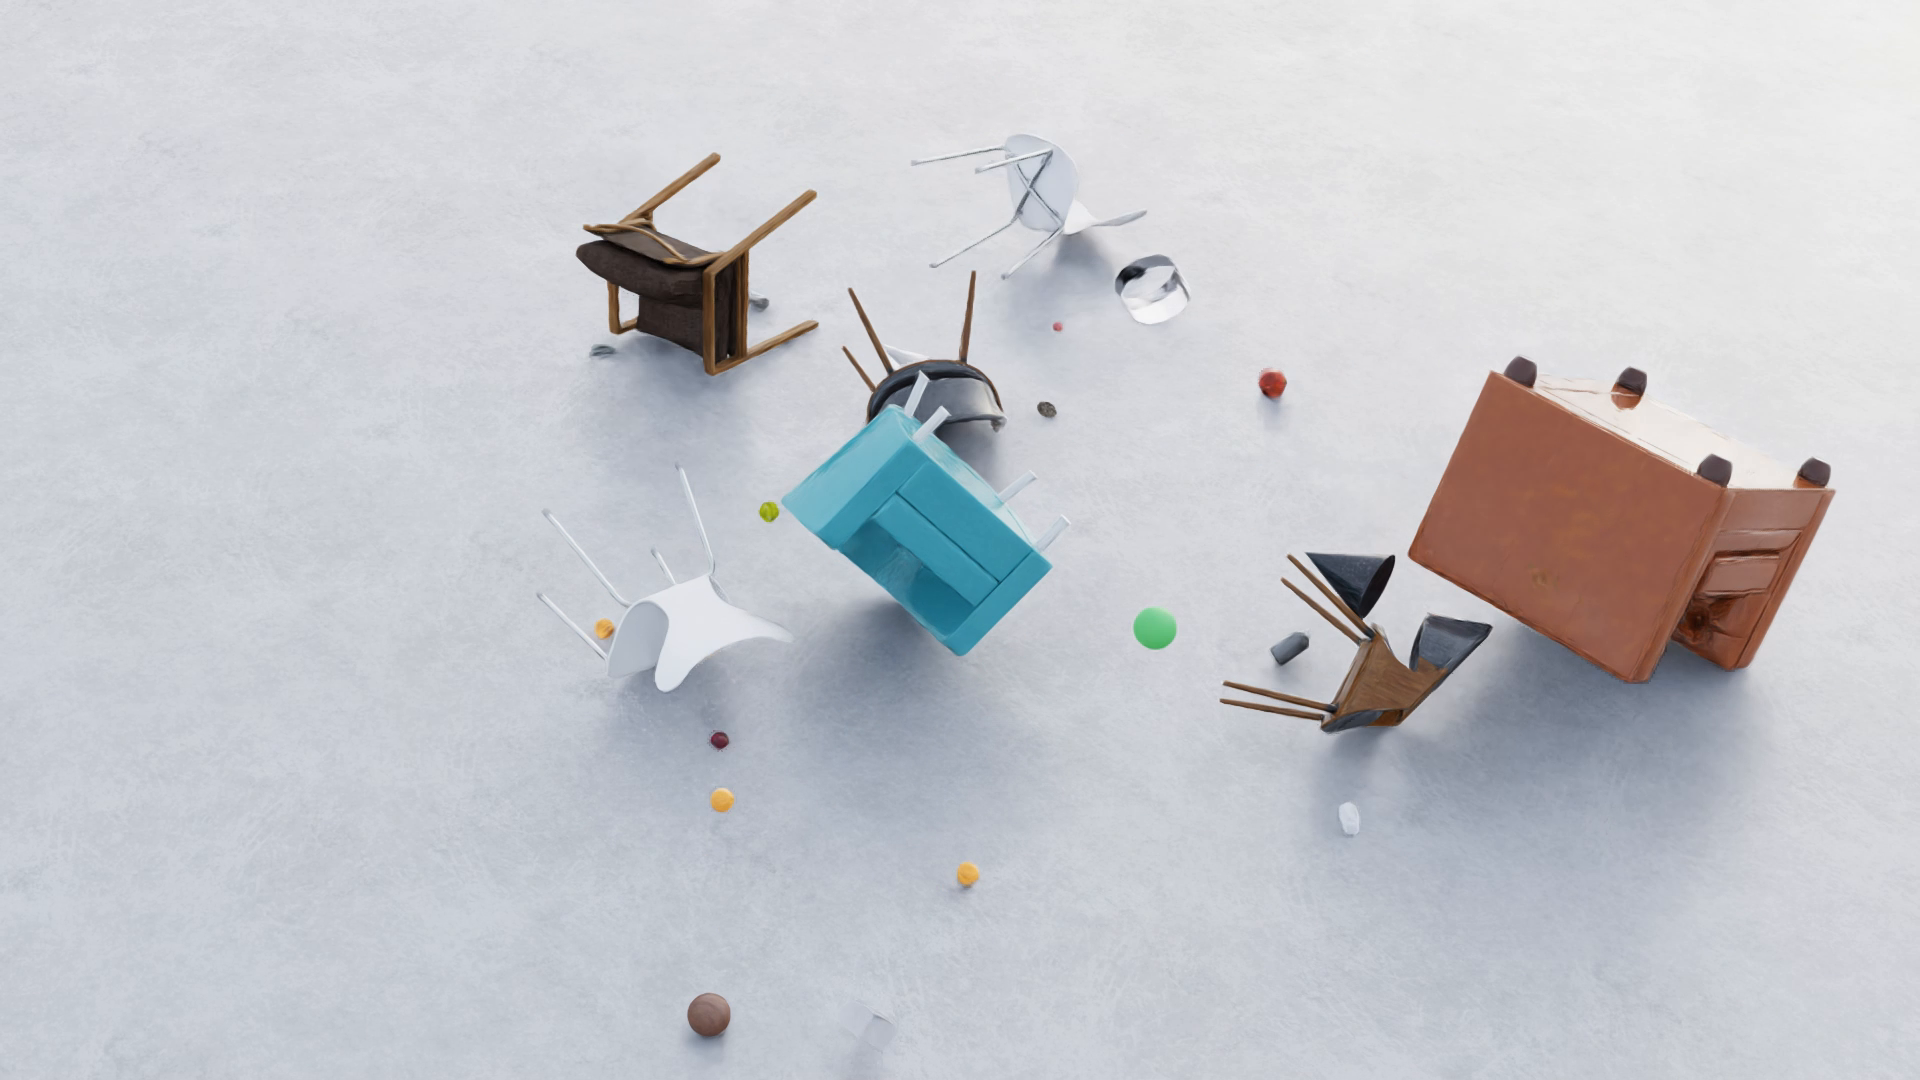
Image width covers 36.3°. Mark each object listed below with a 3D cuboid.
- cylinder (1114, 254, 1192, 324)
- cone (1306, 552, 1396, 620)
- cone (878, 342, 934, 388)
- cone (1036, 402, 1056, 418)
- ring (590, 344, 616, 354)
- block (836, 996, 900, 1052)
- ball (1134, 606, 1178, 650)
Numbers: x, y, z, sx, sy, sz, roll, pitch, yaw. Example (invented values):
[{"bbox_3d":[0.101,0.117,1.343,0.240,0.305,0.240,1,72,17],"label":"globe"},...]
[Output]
[{"bbox_3d":[0.809,-1.051,12.289,0.294,0.159,0.244,-1,50,40],"label":"cylinder"},{"bbox_3d":[1.315,0.102,10.143,0.303,0.134,0.258,28,87,32],"label":"cone"},{"bbox_3d":[-0.246,-0.719,11.570,0.214,0.135,0.212,38,40,16],"label":"cone"},{"bbox_3d":[0.361,-0.531,11.723,0.085,0.061,0.103,29,22,10],"label":"cone"},{"bbox_3d":[-1.477,-0.789,12.120,0.103,0.016,0.078,8,35,0],"label":"ring"},{"bbox_3d":[-0.271,1.416,8.589,0.111,0.135,0.084,30,84,42],"label":"block"},{"bbox_3d":[0.586,0.262,8.793,0.131,0.131,0.131,0,33,0],"label":"ball"}]
